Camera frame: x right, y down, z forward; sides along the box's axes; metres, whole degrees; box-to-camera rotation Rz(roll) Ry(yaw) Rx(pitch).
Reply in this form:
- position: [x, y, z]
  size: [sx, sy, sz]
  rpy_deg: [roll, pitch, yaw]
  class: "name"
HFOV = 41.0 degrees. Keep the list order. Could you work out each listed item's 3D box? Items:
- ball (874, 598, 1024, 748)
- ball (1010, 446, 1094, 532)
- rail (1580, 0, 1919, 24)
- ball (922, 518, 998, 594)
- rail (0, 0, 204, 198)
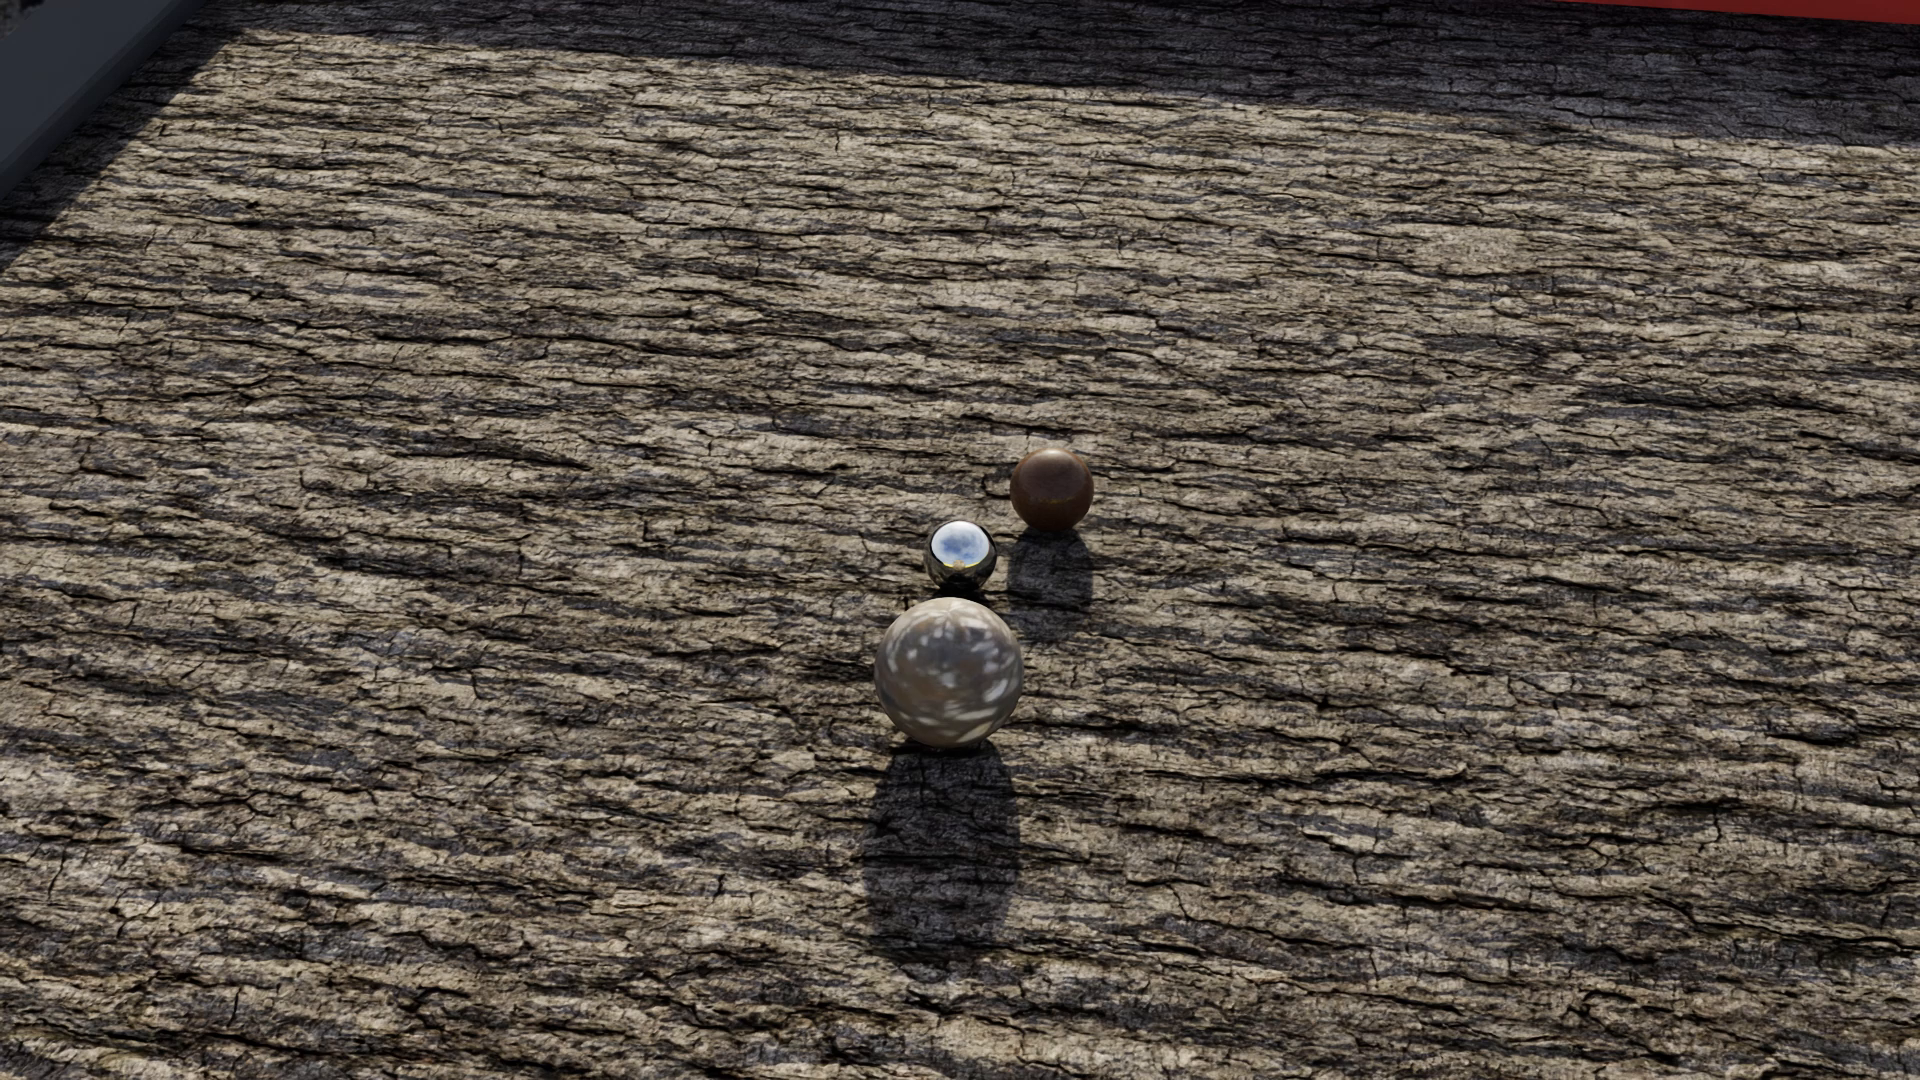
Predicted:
- position: [-0.007, 0.087, 1.676]
  size: [0.099, 0.099, 0.099]
  rpy_deg: [0, 35, 0]
  class: "ball"
- position: [0.067, -0.037, 1.885]
  size: [0.063, 0.063, 0.063]
  rpy_deg: [0, 35, 0]
  class: "ball"
- position: [1.130, -0.560, 2.574]
  size: [3.832, 0.128, 0.045]
  rpy_deg: [6, 35, 8]
  class: "rail"
- position: [0.000, 0.011, 1.824]
  size: [0.053, 0.053, 0.053]
  rpy_deg: [0, 35, 0]
  class: "ball"
- position: [-0.921, -0.113, 1.935]
  size: [0.045, 0.128, 2.270]
  rpy_deg: [6, 35, 8]
  class: "rail"
